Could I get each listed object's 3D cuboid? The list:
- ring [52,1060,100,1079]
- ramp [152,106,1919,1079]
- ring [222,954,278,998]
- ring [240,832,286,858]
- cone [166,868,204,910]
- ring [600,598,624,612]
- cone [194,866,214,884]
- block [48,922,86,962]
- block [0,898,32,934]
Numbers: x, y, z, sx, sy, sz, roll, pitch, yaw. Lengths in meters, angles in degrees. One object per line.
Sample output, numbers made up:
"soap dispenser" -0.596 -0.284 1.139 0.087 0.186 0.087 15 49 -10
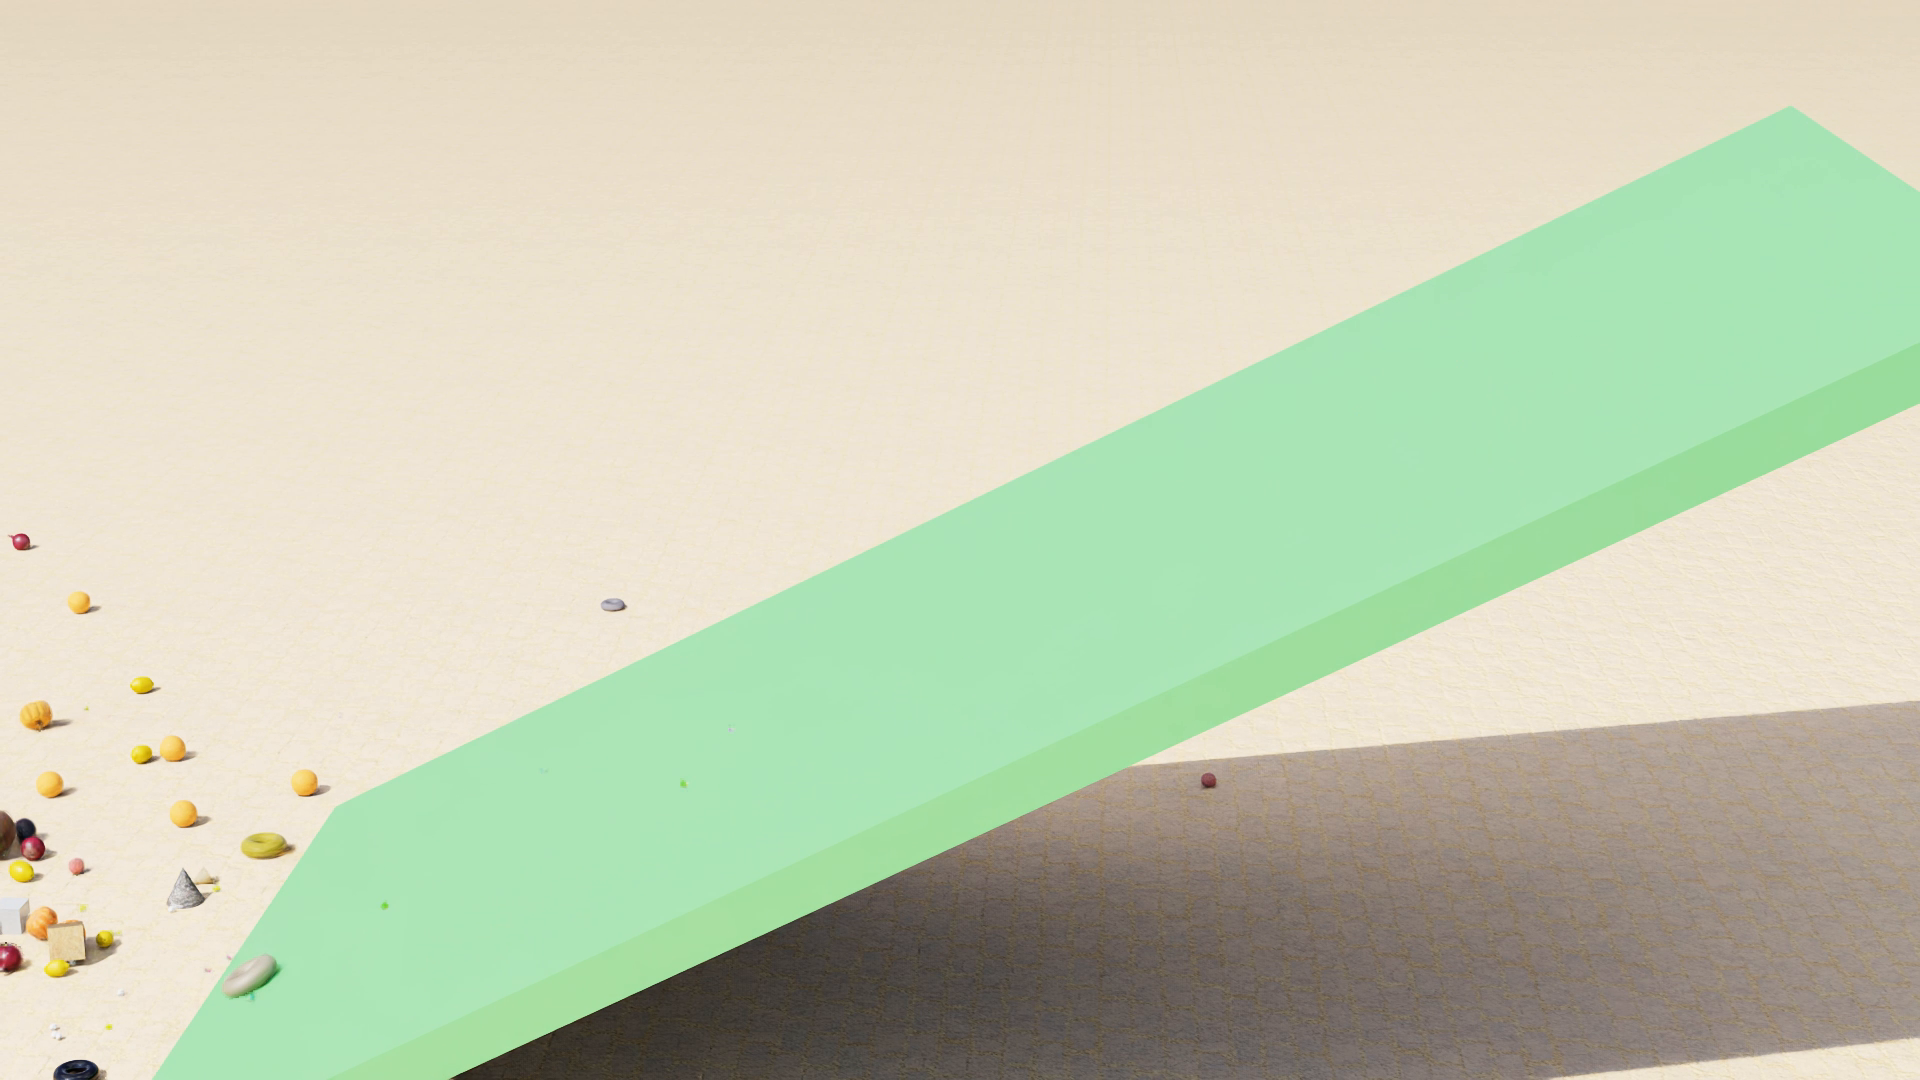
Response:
"ring" -1.896 1.146 6.311 0.098 0.033 0.098 1 18 0
"ramp" 0.140 0.168 6.281 4.000 0.100 2.000 -26 14 10
"ring" -1.546 0.950 6.406 0.129 0.043 0.129 -28 13 7
"ring" -1.778 0.779 7.509 0.117 0.039 0.117 0 15 0
"cone" -1.901 0.843 7.206 0.092 0.092 0.092 0 17 0
"ring" -1.112 0.208 9.417 0.078 0.026 0.078 -1 18 0
"cone" -1.892 0.845 7.319 0.052 0.052 0.052 -33 26 -11
"block" -2.089 0.940 6.878 0.079 0.079 0.079 -5 2 -16
"block" -2.275 0.902 7.056 0.066 0.066 0.066 1 17 3
